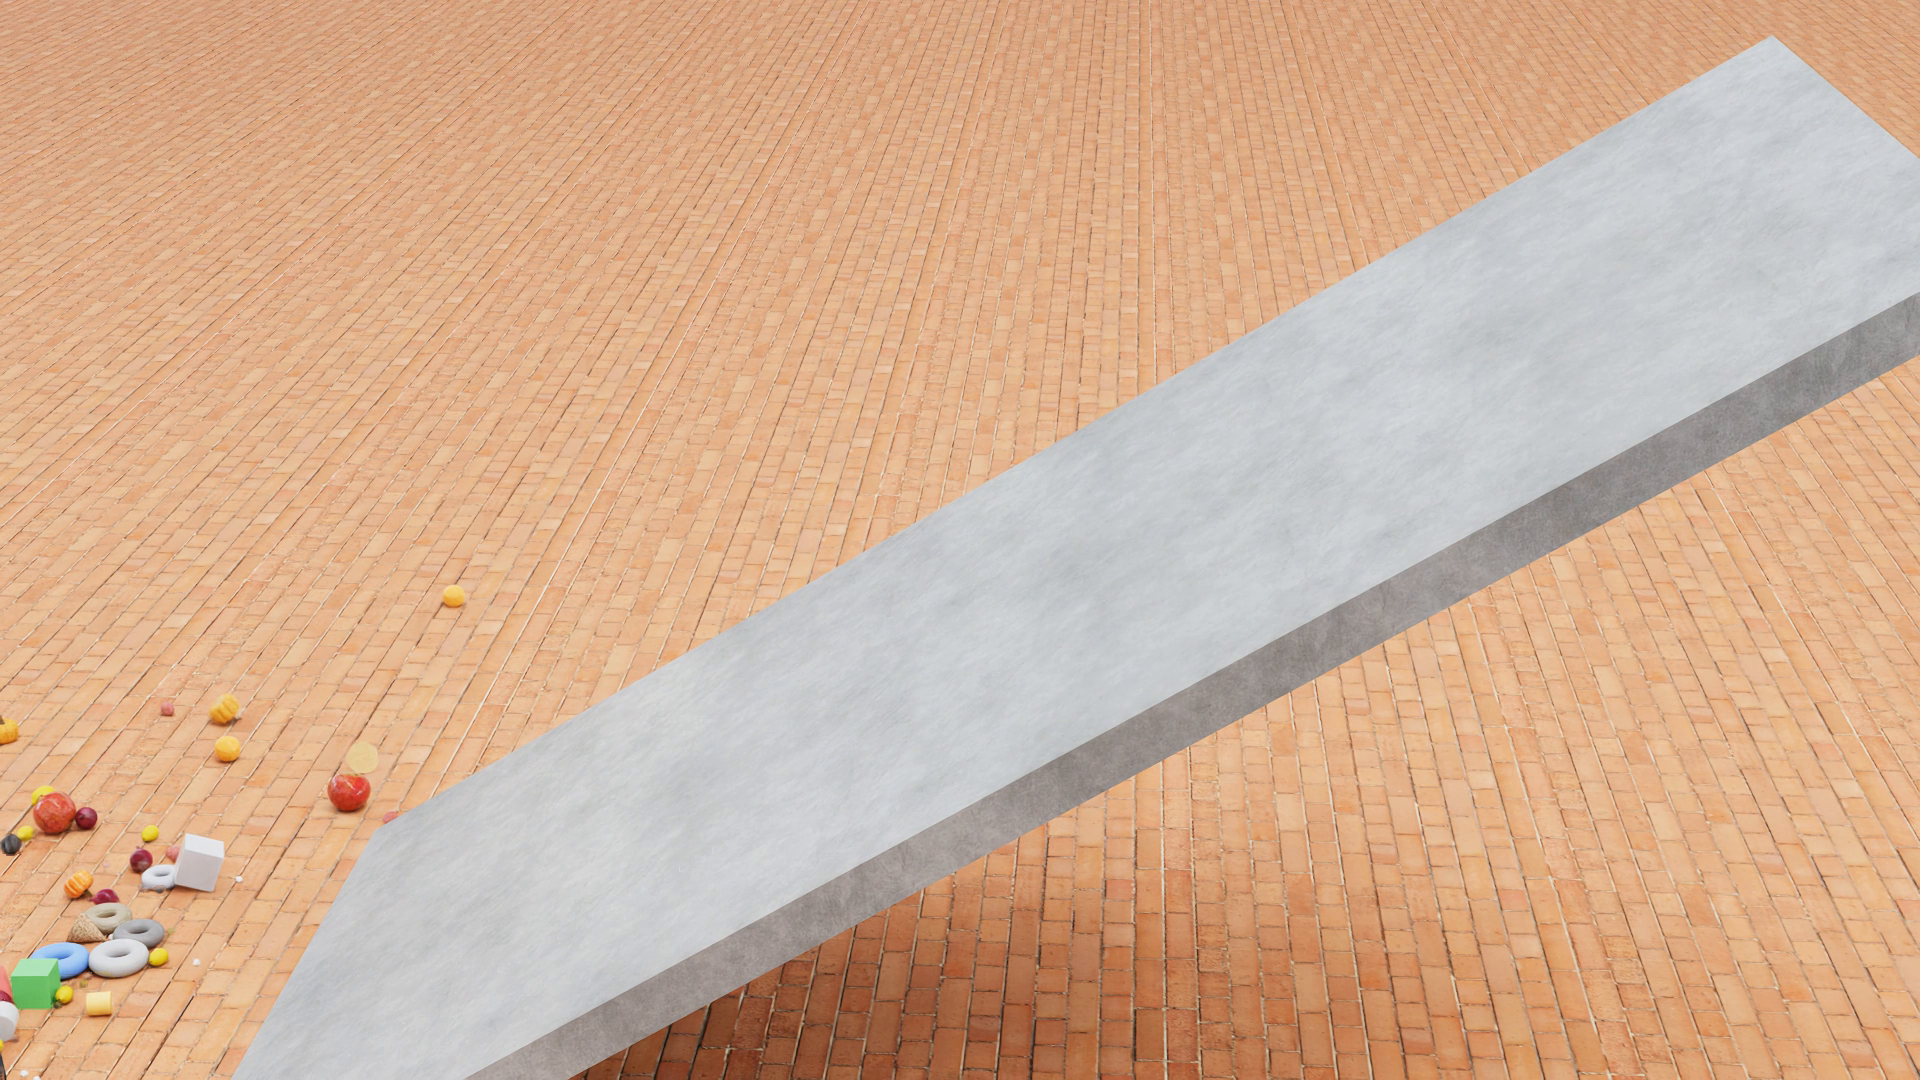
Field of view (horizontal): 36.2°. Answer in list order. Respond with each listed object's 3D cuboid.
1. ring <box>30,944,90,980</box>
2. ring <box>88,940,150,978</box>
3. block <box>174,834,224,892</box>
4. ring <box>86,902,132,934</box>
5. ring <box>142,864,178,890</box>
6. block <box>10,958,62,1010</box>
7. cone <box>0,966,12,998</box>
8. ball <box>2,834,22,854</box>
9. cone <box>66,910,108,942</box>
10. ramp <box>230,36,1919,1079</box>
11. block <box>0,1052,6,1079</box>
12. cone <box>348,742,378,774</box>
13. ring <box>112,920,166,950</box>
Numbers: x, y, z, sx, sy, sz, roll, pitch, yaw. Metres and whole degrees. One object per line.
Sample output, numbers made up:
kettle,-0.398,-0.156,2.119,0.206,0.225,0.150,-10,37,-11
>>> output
ring,-2.175,1.018,7.103,0.145,0.048,0.145,0,18,0
ring,-2.037,1.012,7.120,0.144,0.048,0.144,1,20,0
block,-1.947,0.826,7.526,0.099,0.099,0.099,16,14,-19
ring,-2.124,0.943,7.326,0.123,0.041,0.123,0,21,0
ring,-2.049,0.867,7.552,0.104,0.035,0.104,0,21,0
block,-2.184,1.049,6.954,0.087,0.087,0.087,0,19,-1
cone,-2.274,1.065,6.988,0.077,0.077,0.077,37,33,17
ball,-2.489,0.798,7.719,0.052,0.052,0.052,0,19,0
cone,-2.141,0.971,7.249,0.088,0.088,0.088,26,19,-6
ramp,0.141,0.169,6.289,4.000,0.100,2.000,-29,15,13
block,-2.157,1.206,6.489,0.099,0.099,0.099,-8,21,-22
cone,-1.691,0.617,8.250,0.091,0.091,0.091,-14,-3,-34
ring,-2.021,0.972,7.242,0.126,0.042,0.126,1,19,0
